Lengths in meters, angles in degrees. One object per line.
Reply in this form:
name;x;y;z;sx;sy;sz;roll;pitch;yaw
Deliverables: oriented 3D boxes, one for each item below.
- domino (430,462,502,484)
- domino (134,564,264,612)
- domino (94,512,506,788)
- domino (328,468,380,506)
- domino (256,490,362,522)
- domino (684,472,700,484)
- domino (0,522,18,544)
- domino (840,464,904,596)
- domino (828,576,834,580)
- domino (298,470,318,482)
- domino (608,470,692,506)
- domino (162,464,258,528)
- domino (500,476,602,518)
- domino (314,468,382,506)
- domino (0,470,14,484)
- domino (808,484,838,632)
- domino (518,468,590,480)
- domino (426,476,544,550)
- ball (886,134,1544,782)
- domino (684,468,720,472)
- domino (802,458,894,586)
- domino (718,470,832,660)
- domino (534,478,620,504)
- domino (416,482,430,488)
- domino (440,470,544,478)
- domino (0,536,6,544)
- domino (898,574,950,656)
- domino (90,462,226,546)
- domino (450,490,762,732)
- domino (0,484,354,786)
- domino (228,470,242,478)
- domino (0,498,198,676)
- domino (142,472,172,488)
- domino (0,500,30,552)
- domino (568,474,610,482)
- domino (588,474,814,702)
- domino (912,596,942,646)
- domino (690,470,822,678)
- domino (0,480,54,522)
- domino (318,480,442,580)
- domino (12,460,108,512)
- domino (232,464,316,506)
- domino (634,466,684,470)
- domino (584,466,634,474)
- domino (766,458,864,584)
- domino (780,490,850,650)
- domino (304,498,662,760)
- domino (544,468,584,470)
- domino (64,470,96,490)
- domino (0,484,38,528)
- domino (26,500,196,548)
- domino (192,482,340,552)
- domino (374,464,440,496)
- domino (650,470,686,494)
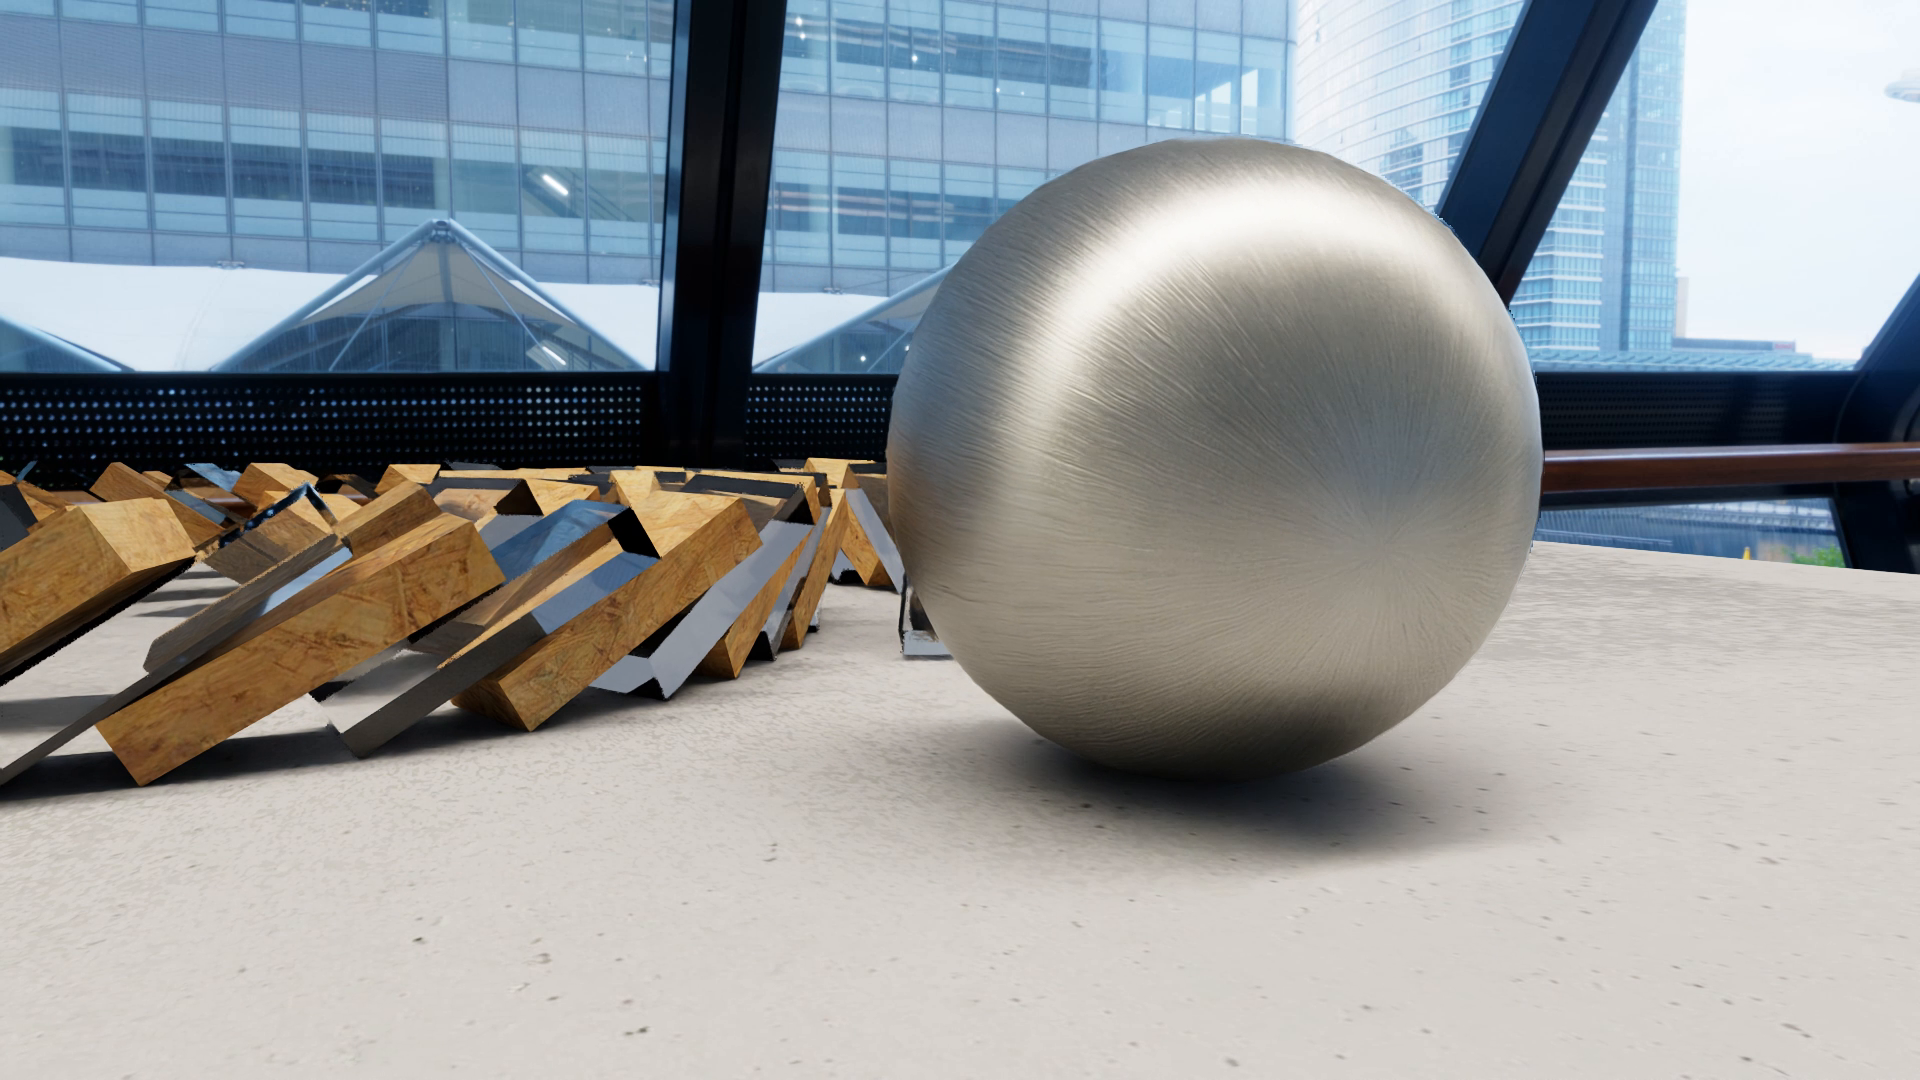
domino;-0.135;-0.006;0.393;0.050;0.009;0.025;36;10;13
domino;-0.184;0.013;0.336;0.050;0.009;0.025;1;4;7
domino;-0.090;0.013;0.178;0.050;0.010;0.025;-33;19;-23
domino;-0.193;-0.008;0.450;0.050;0.009;0.025;29;-2;-7
domino;-0.158;0.002;0.339;0.050;0.010;0.025;26;9;20
domino;-0.056;0.000;0.332;0.025;0.010;0.050;1;35;-21
domino;-0.255;-0.001;0.330;0.025;0.009;0.050;3;-32;35
domino;-0.014;-0.004;0.379;0.025;0.009;0.050;-2;40;-29
domino;-0.053;-0.005;0.417;0.025;0.010;0.050;-4;36;-46
domino;-0.211;-0.008;0.446;0.050;0.009;0.025;30;-2;-9
domino;-0.079;-0.002;0.362;0.025;0.010;0.050;-2;36;-36
domino;-0.208;-0.005;0.385;0.050;0.010;0.025;35;-5;-13
domino;-0.100;0.004;0.276;0.025;0.010;0.050;7;36;15
domino;-0.170;-0.005;0.394;0.050;0.010;0.025;33;6;1
domino;-0.280;-0.006;0.400;0.025;0.009;0.050;0;-29;45
domino;-0.044;0.003;0.309;0.025;0.010;0.050;1;33;1
domino;-0.112;-0.004;0.388;0.050;0.009;0.025;40;24;31
domino;-0.109;0.006;0.253;0.025;0.009;0.050;2;38;27
ball;0.031;-0.010;0.164;0.080;0.080;0.080;0;4;0
domino;-0.070;-0.007;0.430;0.050;0.009;0.025;39;24;31
domino;-0.027;-0.006;0.394;0.025;0.010;0.050;0;39;-38
domino;-0.045;0.004;0.268;0.025;0.010;0.050;2;39;10
domino;-0.099;0.003;0.294;0.025;0.010;0.050;3;35;10
domino;-0.129;0.001;0.335;0.025;0.010;0.050;5;26;-32
domino;-0.114;0.001;0.314;0.025;0.009;0.050;-2;38;-20
domino;-0.291;-0.004;0.386;0.025;0.010;0.050;1;-28;39
domino;0.002;0.000;0.269;0.025;0.050;0.009;0;-35;5
domino;-0.224;-0.004;0.373;0.050;0.009;0.025;38;-14;-25
domino;-0.059;0.010;0.210;0.025;0.010;0.050;6;38;43
domino;-0.105;0.012;0.168;0.050;0.009;0.025;-38;21;-18
domino;-0.229;-0.007;0.438;0.050;0.009;0.025;30;-4;-16
domino;-0.124;0.013;0.158;0.050;0.009;0.025;-35;12;-10
domino;-0.248;-0.006;0.430;0.050;0.009;0.025;31;-8;-21
domino;-0.140;0.013;0.151;0.050;0.010;0.025;-35;10;-4
domino;-0.094;-0.002;0.375;0.025;0.009;0.050;-4;36;-42
domino;-0.050;0.007;0.232;0.025;0.009;0.050;7;39;26
domino;0.004;-0.001;0.281;0.025;0.050;0.010;0;-35;5
domino;-0.047;0.005;0.251;0.025;0.009;0.050;4;39;14
domino;-0.247;-0.002;0.344;0.025;0.010;0.050;2;-33;41
domino;-0.117;0.007;0.230;0.050;0.009;0.025;-37;22;-20
domino;-0.237;-0.003;0.359;0.025;0.010;0.050;3;-32;50
domino;-0.191;-0.005;0.390;0.050;0.009;0.025;35;-1;-7
domino;-0.088;-0.008;0.440;0.050;0.010;0.025;37;19;26
domino;-0.107;-0.009;0.447;0.050;0.009;0.025;35;16;19
domino;-0.039;-0.007;0.405;0.025;0.009;0.050;-2;41;-43
domino;-0.043;0.005;0.286;0.025;0.009;0.050;1;32;9
domino;-0.073;0.011;0.193;0.050;0.009;0.025;-37;24;-27
domino;-0.123;-0.008;0.453;0.050;0.010;0.025;34;16;17
domino;-0.265;-0.006;0.418;0.050;0.009;0.025;32;-14;-27
domino;-0.175;0.009;0.204;0.050;0.009;0.025;-32;-1;16
domino;-0.155;0.010;0.208;0.050;0.010;0.025;-30;4;2
domino;-0.133;0.008;0.219;0.050;0.009;0.025;-34;17;-13
domino;-0.151;-0.005;0.394;0.050;0.010;0.025;35;10;8
domino;-0.066;-0.001;0.348;0.025;0.010;0.050;0;35;-28
